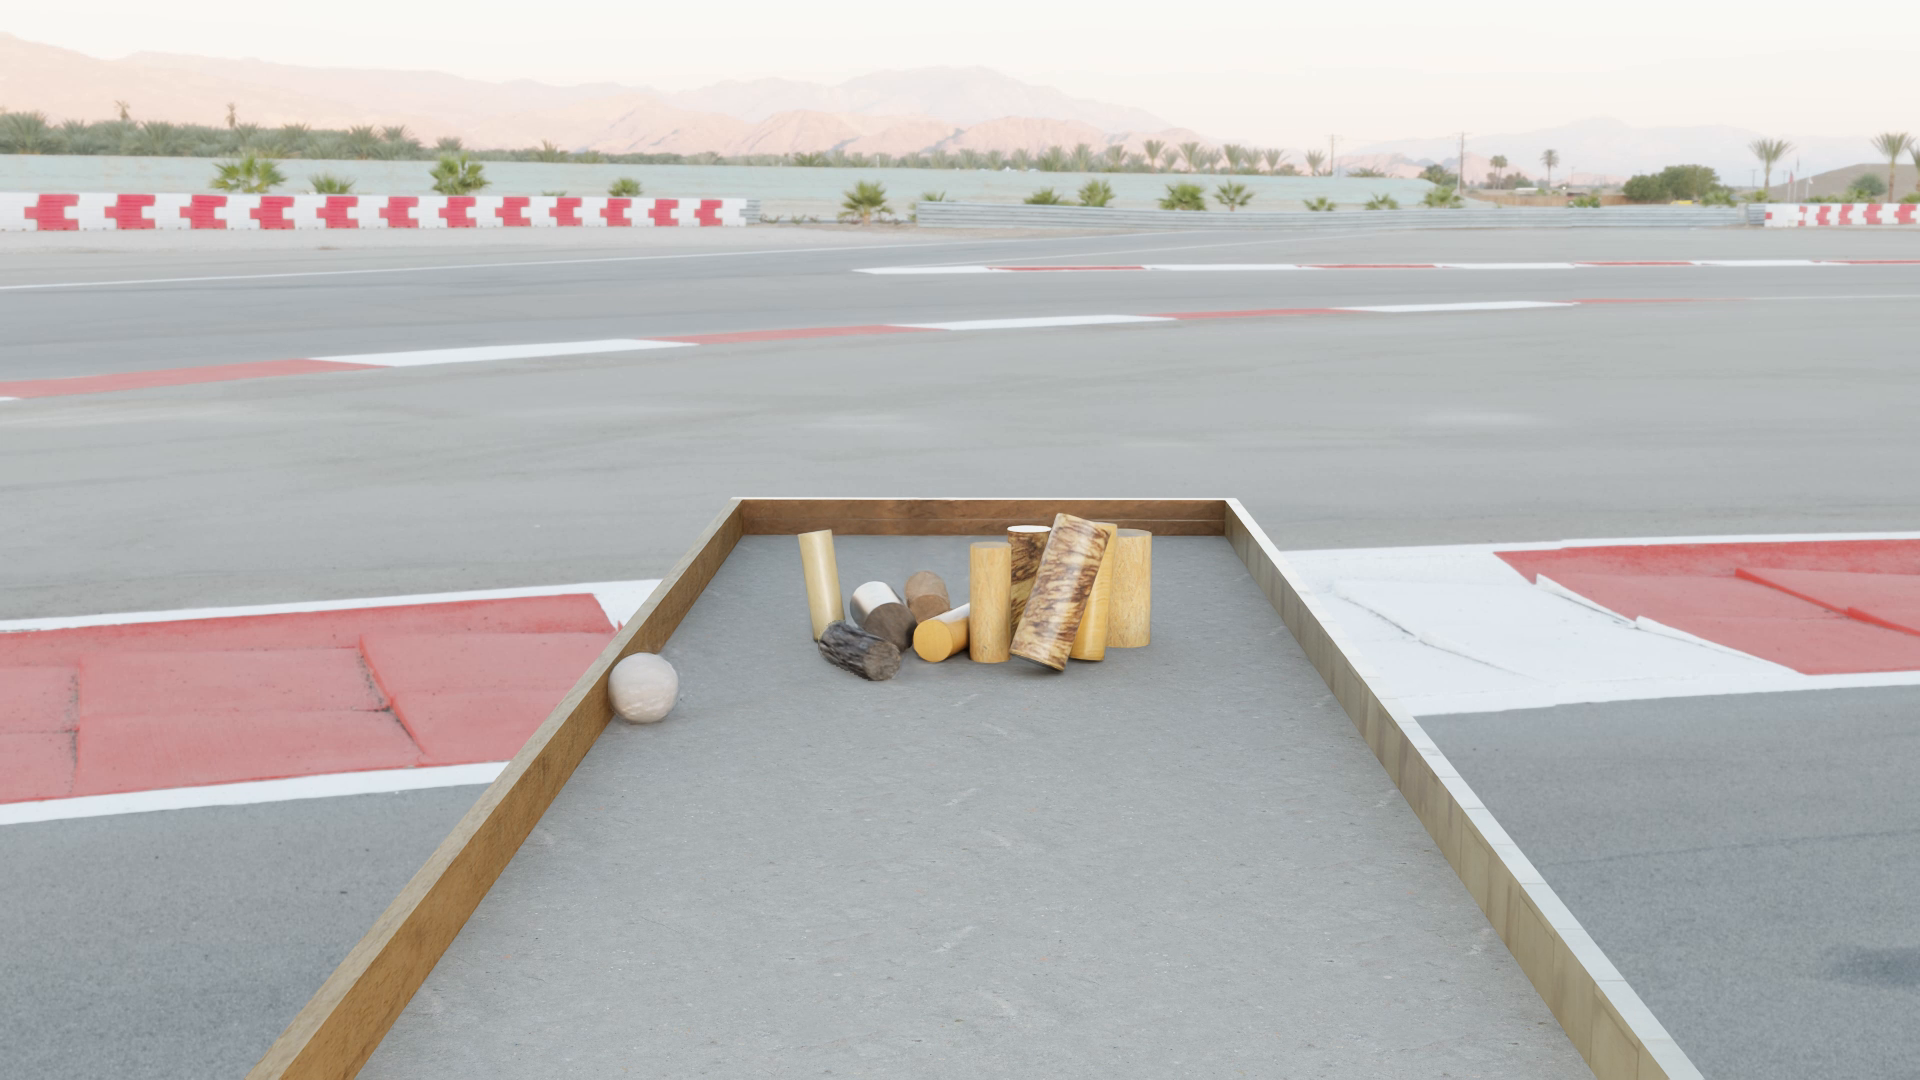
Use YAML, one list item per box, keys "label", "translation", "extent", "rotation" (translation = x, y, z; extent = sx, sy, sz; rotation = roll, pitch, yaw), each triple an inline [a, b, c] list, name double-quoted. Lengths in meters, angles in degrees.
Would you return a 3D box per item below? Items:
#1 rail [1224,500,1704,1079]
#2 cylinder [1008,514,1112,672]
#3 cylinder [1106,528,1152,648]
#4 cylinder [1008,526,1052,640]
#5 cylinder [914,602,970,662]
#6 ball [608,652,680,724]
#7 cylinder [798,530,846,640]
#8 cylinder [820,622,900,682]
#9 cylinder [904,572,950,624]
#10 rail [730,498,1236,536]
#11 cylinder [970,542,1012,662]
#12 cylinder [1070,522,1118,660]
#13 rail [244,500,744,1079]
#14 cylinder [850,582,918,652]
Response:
- label: "rail"
  translation: [1.046, 0.843, 3.208]
  extent: [0.050, 0.150, 12.000]
  rotation: [0, 9, 1]
- label: "cylinder"
  translation: [0.297, 0.156, 6.521]
  extent: [0.172, 0.438, 0.172]
  rotation: [19, -6, 2]
- label: "cylinder"
  translation: [0.516, 0.151, 6.943]
  extent: [0.175, 0.350, 0.175]
  rotation: [0, 9, 0]
- label: "cylinder"
  translation: [0.218, 0.144, 6.946]
  extent: [0.138, 0.362, 0.138]
  rotation: [0, 9, 0]
- label: "cylinder"
  translation: [-0.001, 0.277, 6.842]
  extent: [0.131, 0.131, 0.401]
  rotation: [4, 10, 24]
- label: "ball"
  translation: [-0.849, 0.397, 5.898]
  extent: [0.190, 0.190, 0.190]
  rotation: [0, 9, 0]
- label: "cylinder"
  translation: [-0.436, 0.143, 6.978]
  extent: [0.108, 0.340, 0.108]
  rotation: [-9, 3, 0]
- label: "cylinder"
  translation: [-0.298, 0.331, 6.531]
  extent: [0.121, 0.121, 0.304]
  rotation: [-5, 10, -28]
- label: "cylinder"
  translation: [-0.108, 0.209, 7.236]
  extent: [0.143, 0.143, 0.432]
  rotation: [0, 9, -3]
- label: "rail"
  translation: [0.099, -0.098, 9.147]
  extent: [2.100, 0.150, 0.050]
  rotation: [0, 9, 1]
- label: "cylinder"
  translation: [0.092, 0.188, 6.698]
  extent: [0.128, 0.352, 0.128]
  rotation: [0, 9, 0]
- label: "cylinder"
  translation: [0.401, 0.153, 6.690]
  extent: [0.116, 0.412, 0.116]
  rotation: [5, 3, 0]
- label: "rail"
  translation: [-1.004, 0.839, 3.234]
  extent: [0.050, 0.150, 12.000]
  rotation: [0, 9, 1]
- label: "cylinder"
  translation: [-0.244, 0.244, 6.943]
  extent: [0.164, 0.164, 0.378]
  rotation: [-2, 9, -10]
